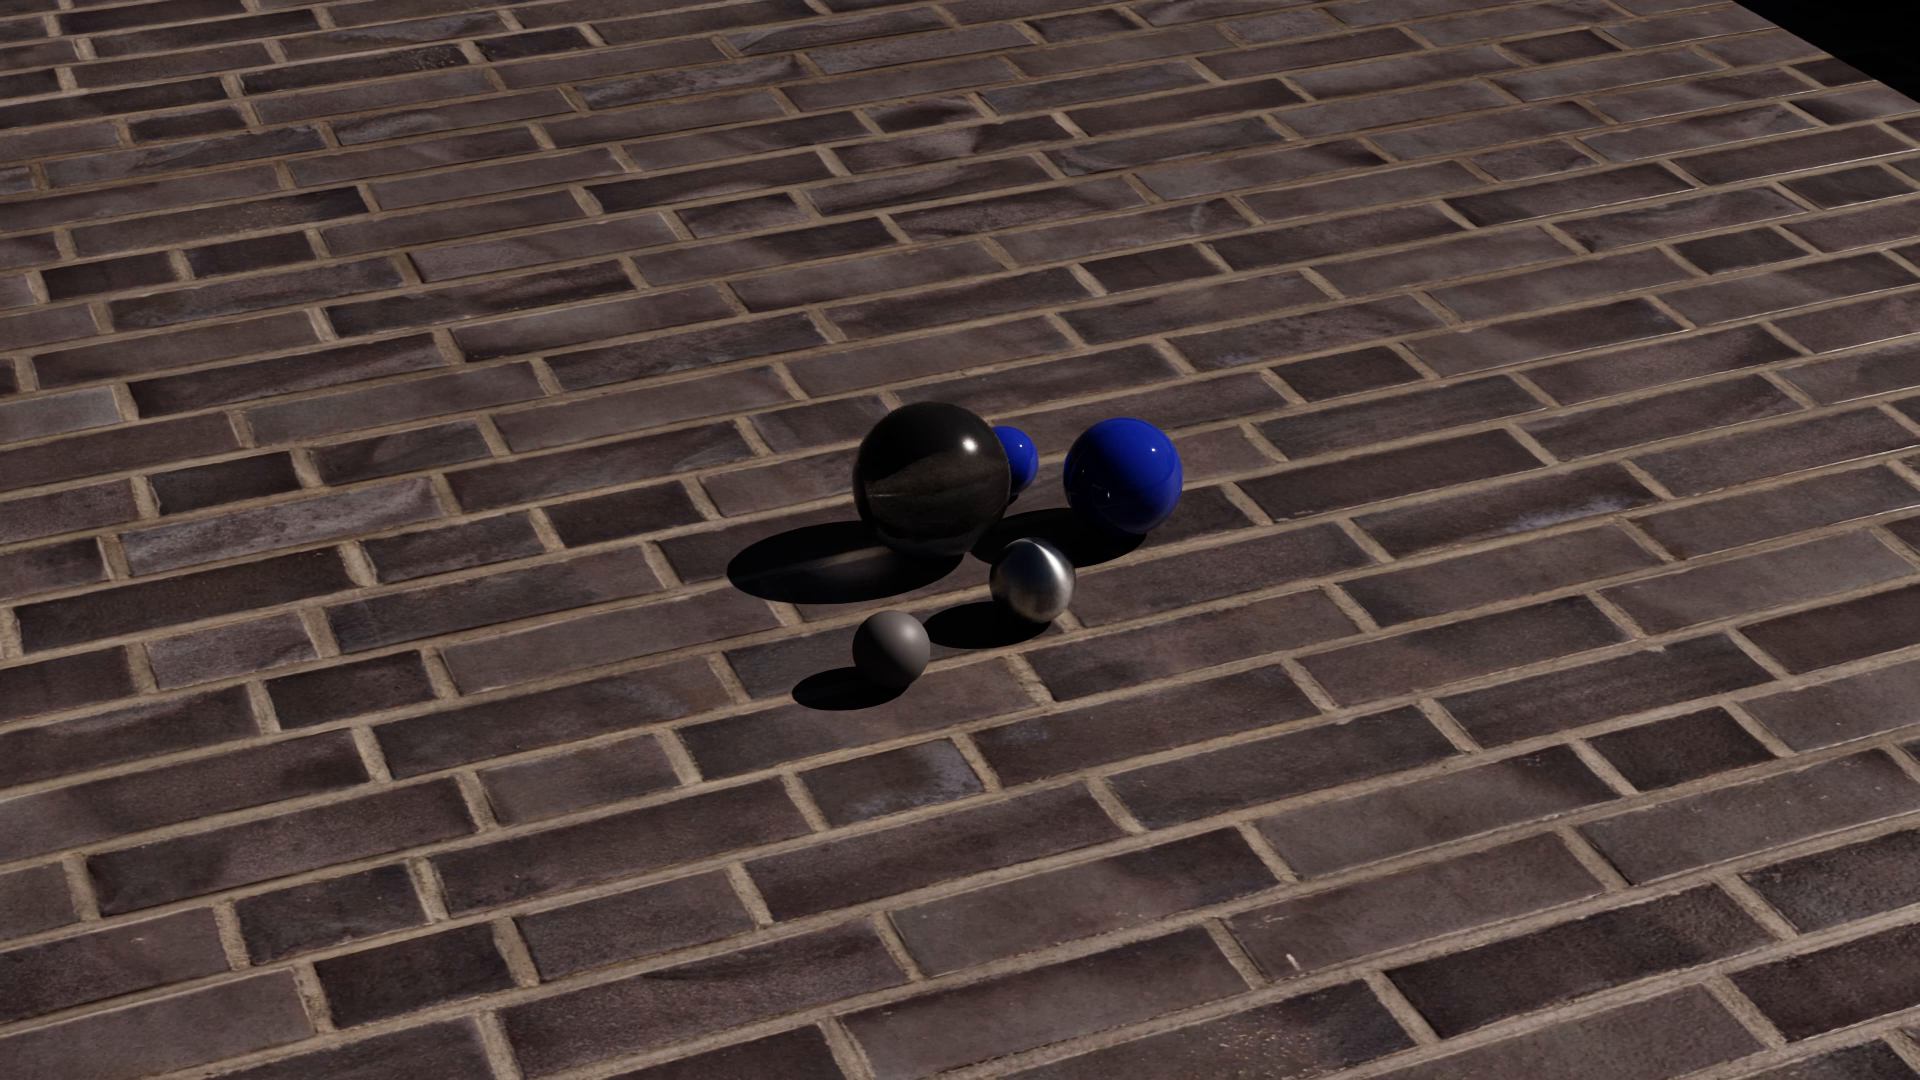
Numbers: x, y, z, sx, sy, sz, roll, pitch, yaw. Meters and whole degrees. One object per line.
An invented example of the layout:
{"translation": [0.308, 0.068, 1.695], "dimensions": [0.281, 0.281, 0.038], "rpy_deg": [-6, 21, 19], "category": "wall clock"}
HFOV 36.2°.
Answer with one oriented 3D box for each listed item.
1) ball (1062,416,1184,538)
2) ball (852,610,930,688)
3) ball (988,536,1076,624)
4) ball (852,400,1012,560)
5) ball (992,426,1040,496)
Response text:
{"translation": [0.099, -0.038, 1.784], "dimensions": [0.074, 0.074, 0.074], "rpy_deg": [0, 30, 0], "category": "ball"}
{"translation": [-0.038, 0.061, 1.644], "dimensions": [0.044, 0.044, 0.044], "rpy_deg": [0, 30, 0], "category": "ball"}
{"translation": [0.042, 0.024, 1.701], "dimensions": [0.051, 0.051, 0.051], "rpy_deg": [0, 30, 0], "category": "ball"}
{"translation": [-0.017, -0.036, 1.758], "dimensions": [0.096, 0.096, 0.096], "rpy_deg": [0, 30, 0], "category": "ball"}
{"translation": [0.027, -0.049, 1.831], "dimensions": [0.045, 0.045, 0.045], "rpy_deg": [0, 30, 0], "category": "ball"}
